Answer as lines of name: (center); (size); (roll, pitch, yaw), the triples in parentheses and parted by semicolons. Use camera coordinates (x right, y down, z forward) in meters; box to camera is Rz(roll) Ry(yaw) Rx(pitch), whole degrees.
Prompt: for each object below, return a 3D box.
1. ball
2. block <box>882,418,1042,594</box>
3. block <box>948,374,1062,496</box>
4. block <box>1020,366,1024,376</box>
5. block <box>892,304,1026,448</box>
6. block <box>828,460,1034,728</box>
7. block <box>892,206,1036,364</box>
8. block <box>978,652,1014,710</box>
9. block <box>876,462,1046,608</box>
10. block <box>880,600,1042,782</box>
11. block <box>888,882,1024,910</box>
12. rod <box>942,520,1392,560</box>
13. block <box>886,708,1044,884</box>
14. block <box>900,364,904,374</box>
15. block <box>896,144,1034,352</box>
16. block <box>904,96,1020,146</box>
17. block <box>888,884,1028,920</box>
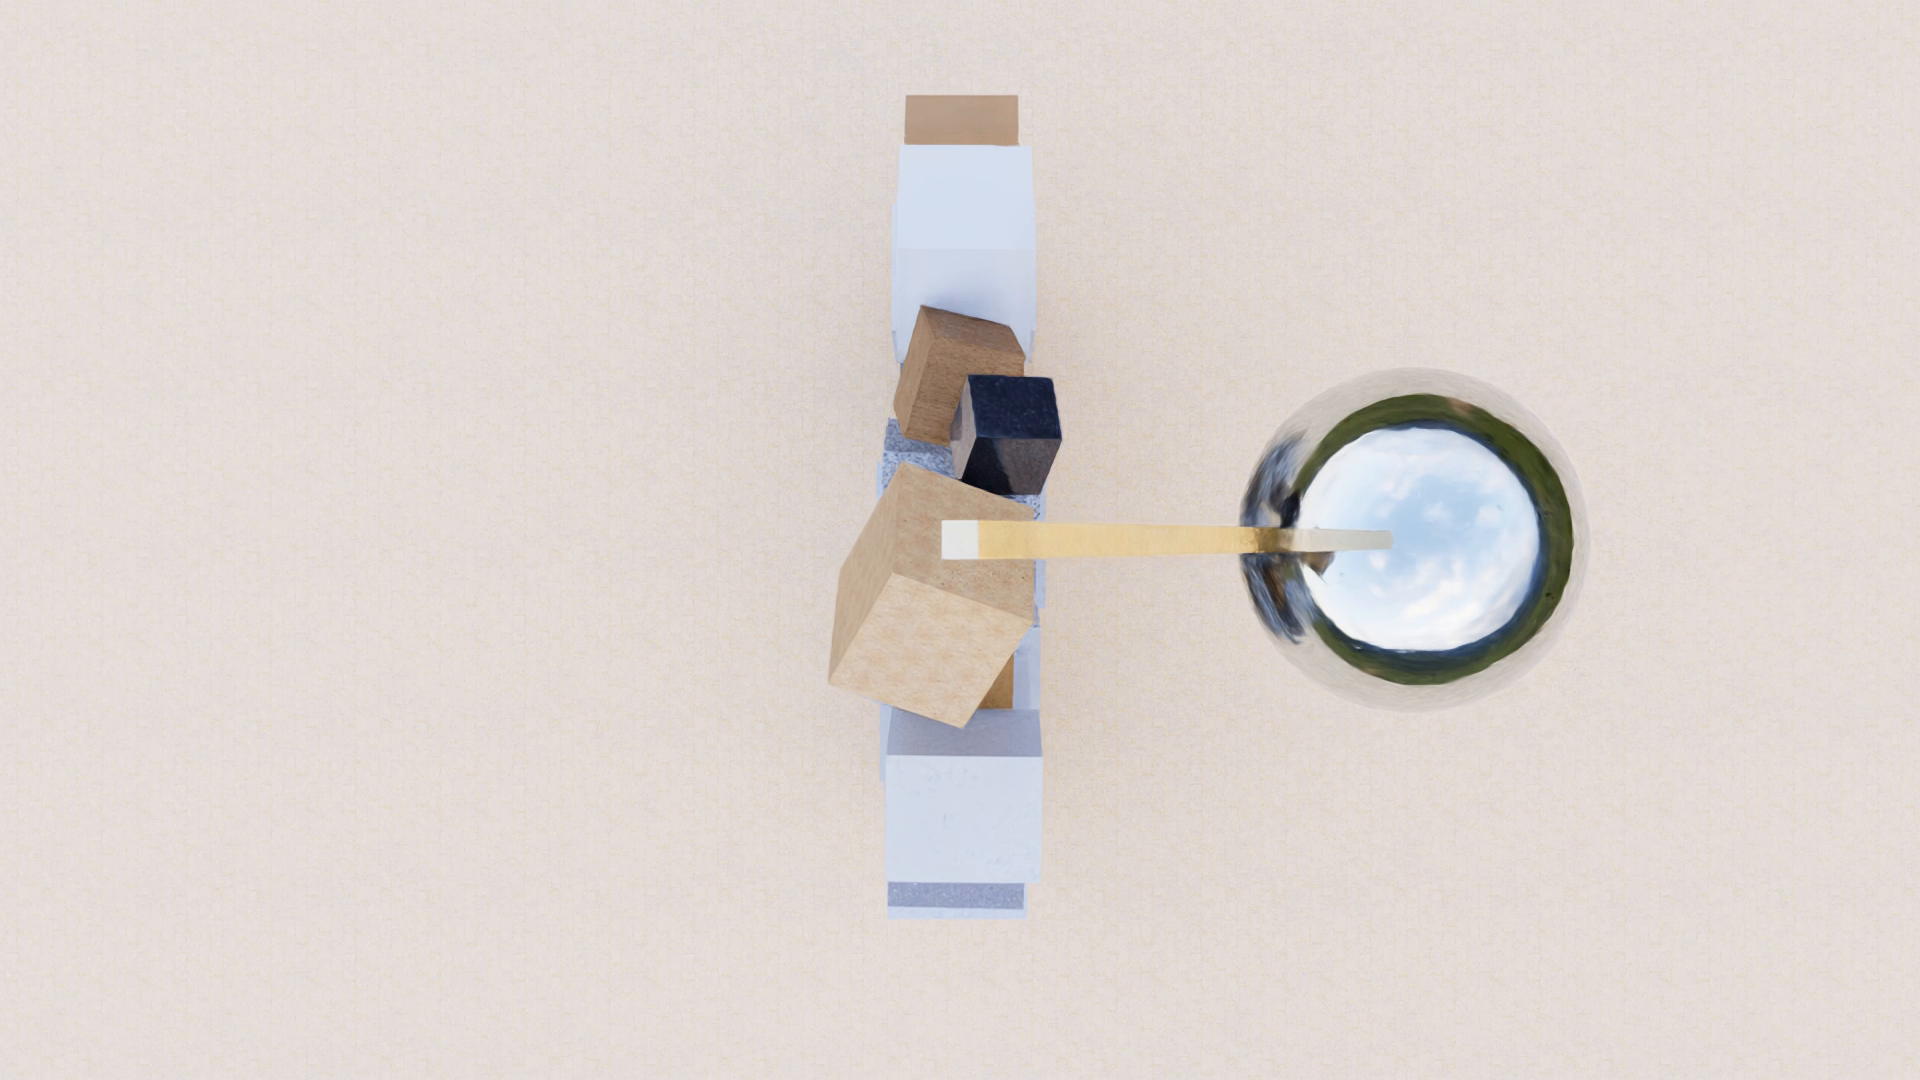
ball: (2.074, 0.000, 10.120); (1.600, 1.600, 1.600); (0, 90, 0)
block: (-0.003, -0.137, 11.189); (0.781, 0.767, 0.787); (3, 105, -1)
block: (0.197, -0.465, 9.797); (0.386, 0.421, 0.342); (2, 56, -13)
block: (0.032, -0.677, 11.908); (0.609, 0.687, 0.696); (-1, 83, 0)
block: (-0.011, -0.759, 10.460); (0.451, 0.456, 0.516); (12, 111, -14)
block: (-0.114, 0.226, 9.051); (0.604, 0.682, 0.679); (20, 130, -14)
block: (0.019, -1.376, 11.948); (0.757, 0.764, 0.676); (0, 81, 0)
block: (-0.013, 0.697, 10.492); (0.521, 0.606, 0.610); (2, 98, 0)
block: (0.006, -0.026, 12.612); (0.941, 0.776, 0.813); (0, 90, 0)
block: (0.002, 0.756, 11.218); (0.788, 0.817, 0.778); (0, 98, 0)
block: (-0.011, 1.357, 10.615); (0.645, 0.581, 0.623); (1, 110, 0)
rod: (0.899, 0.000, 6.930); (0.080, 5.200, 0.080); (0, 90, 20)
block: (0.020, 1.139, 9.887); (0.679, 0.664, 0.582); (1, 104, 0)
block: (-0.003, -0.772, 12.646); (0.662, 0.707, 0.651); (0, 90, 0)
block: (0.023, -1.431, 10.773); (0.644, 0.648, 0.775); (1, 48, 0)
block: (0.008, -1.869, 11.334); (0.579, 0.564, 0.624); (0, 48, 0)
block: (-0.013, 1.524, 11.340); (0.699, 0.693, 0.716); (0, 93, 0)
